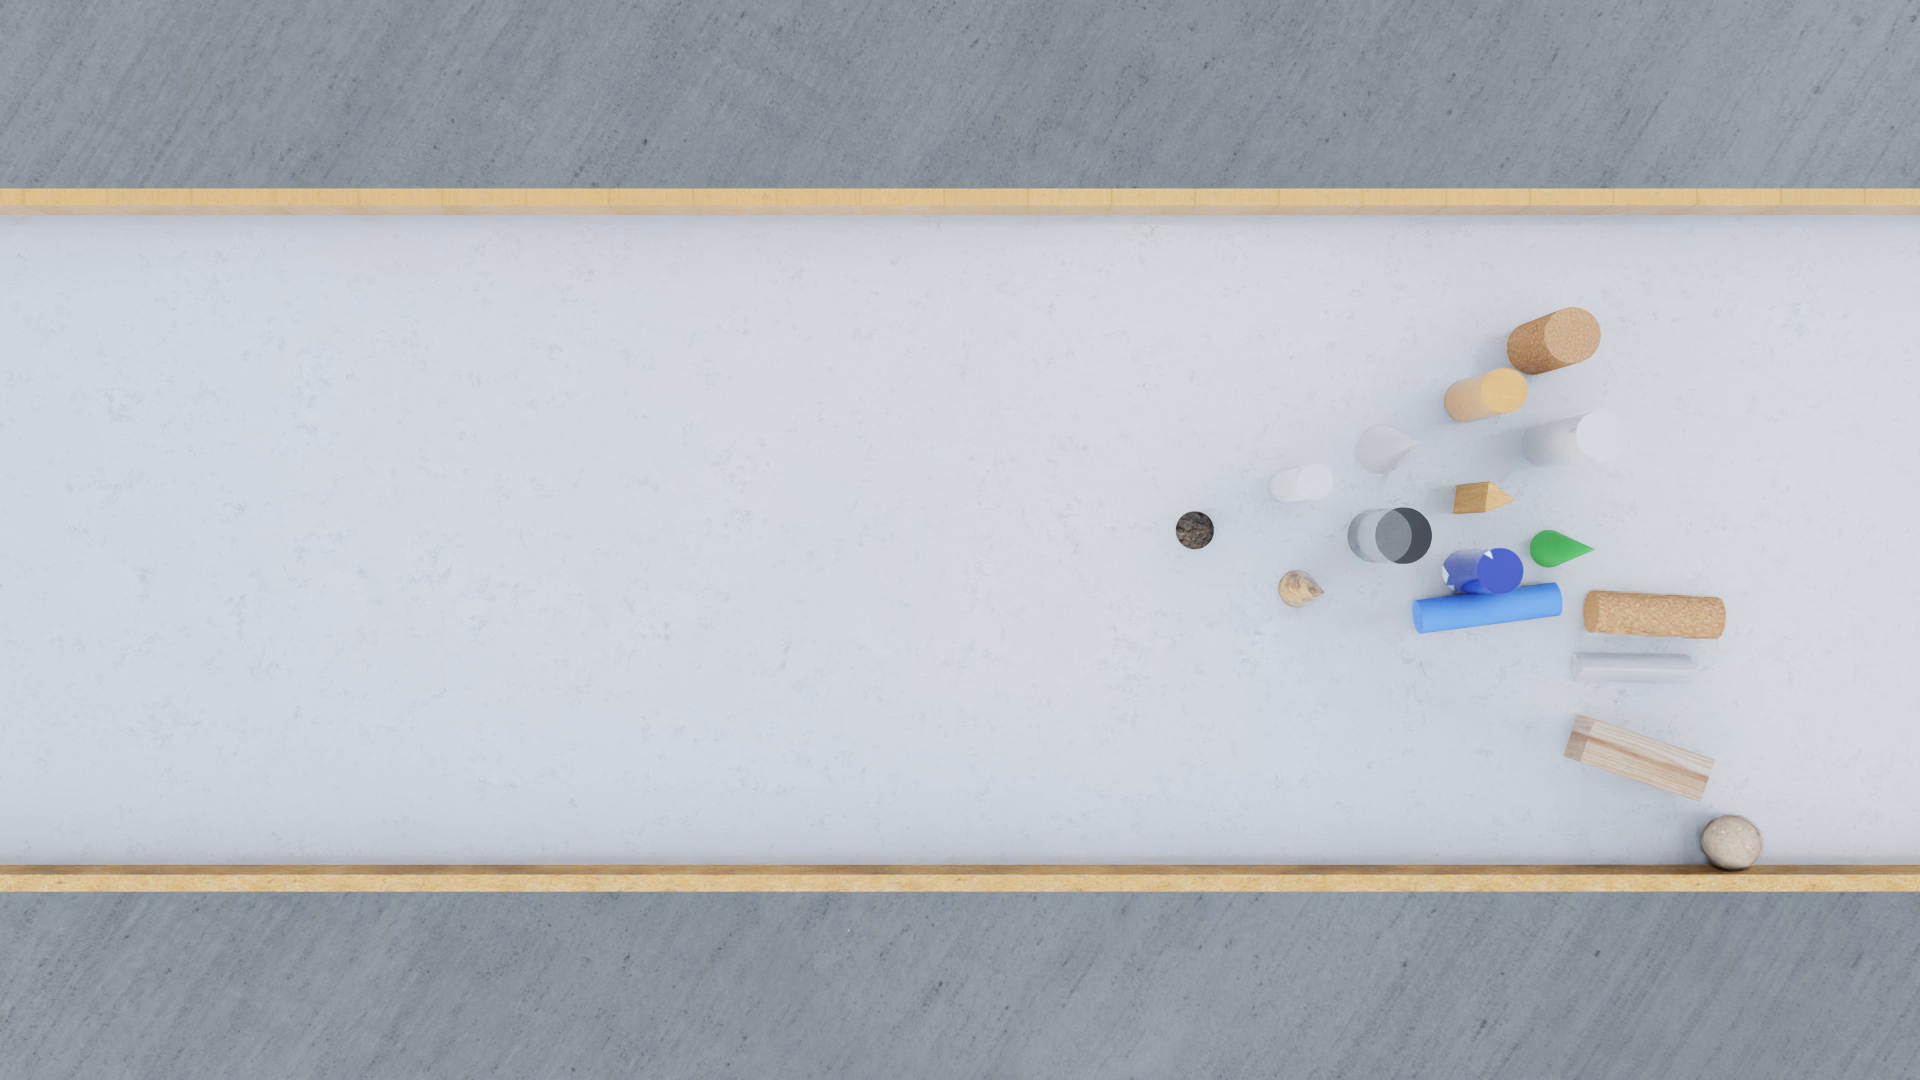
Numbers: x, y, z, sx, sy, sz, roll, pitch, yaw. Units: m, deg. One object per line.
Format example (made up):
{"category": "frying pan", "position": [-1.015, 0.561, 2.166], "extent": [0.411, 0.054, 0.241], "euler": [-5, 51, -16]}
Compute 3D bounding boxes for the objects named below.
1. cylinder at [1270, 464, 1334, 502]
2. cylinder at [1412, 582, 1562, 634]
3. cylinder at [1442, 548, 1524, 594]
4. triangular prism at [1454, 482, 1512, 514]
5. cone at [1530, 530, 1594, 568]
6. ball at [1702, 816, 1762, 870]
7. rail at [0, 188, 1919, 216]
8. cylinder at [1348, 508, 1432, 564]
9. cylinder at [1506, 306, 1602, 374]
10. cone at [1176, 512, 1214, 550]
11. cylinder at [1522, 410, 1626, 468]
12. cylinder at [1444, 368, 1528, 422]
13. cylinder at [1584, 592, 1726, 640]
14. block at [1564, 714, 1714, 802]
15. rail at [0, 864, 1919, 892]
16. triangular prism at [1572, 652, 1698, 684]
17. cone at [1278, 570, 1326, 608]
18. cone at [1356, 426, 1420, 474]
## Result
{"category": "cylinder", "position": [1.004, -0.165, 4.867], "extent": [0.101, 0.419, 0.101], "euler": [0, 90, 0]}
{"category": "cylinder", "position": [1.605, 0.207, 5.025], "extent": [0.426, 0.103, 0.103], "euler": [-7, 90, 0]}
{"category": "cylinder", "position": [1.547, 0.093, 4.893], "extent": [0.133, 0.363, 0.133], "euler": [0, 89, 1]}
{"category": "triangular prism", "position": [1.546, -0.134, 4.922], "extent": [0.089, 0.308, 0.077], "euler": [-22, 90, 0]}
{"category": "cone", "position": [1.812, 0.027, 4.889], "extent": [0.116, 0.375, 0.116], "euler": [0, 90, 0]}
{"category": "ball", "position": [2.335, 0.917, 4.993], "extent": [0.166, 0.166, 0.166], "euler": [0, 90, 0]}
{"category": "rail", "position": [-2.247, -1.025, 5.002], "extent": [12.000, 0.150, 0.050], "euler": [0, 90, 0]}
{"category": "cylinder", "position": [1.274, -0.012, 4.907], "extent": [0.164, 0.339, 0.164], "euler": [0, 90, 0]}
{"category": "cylinder", "position": [1.764, -0.590, 4.912], "extent": [0.163, 0.329, 0.163], "euler": [0, 90, 0]}
{"category": "cone", "position": [0.723, -0.030, 4.926], "extent": [0.118, 0.301, 0.118], "euler": [0, 90, 0]}
{"category": "cylinder", "position": [1.798, -0.294, 4.852], "extent": [0.141, 0.450, 0.141], "euler": [0, 90, 0]}
{"category": "cylinder", "position": [1.555, -0.427, 4.892], "extent": [0.131, 0.369, 0.131], "euler": [0, 90, 0]}
{"category": "cylinder", "position": [2.109, 0.229, 5.013], "extent": [0.381, 0.127, 0.127], "euler": [3, 90, 0]}
{"category": "block", "position": [2.059, 0.661, 5.008], "extent": [0.380, 0.137, 0.137], "euler": [19, 90, 0]}
{"category": "rail", "position": [-2.247, 1.025, 5.001], "extent": [12.000, 0.150, 0.050], "euler": [0, 90, 0]}
{"category": "triangular prism", "position": [2.060, 0.393, 5.036], "extent": [0.348, 0.076, 0.088], "euler": [1, 90, 0]}
{"category": "cone", "position": [1.038, 0.151, 4.882], "extent": [0.117, 0.389, 0.117], "euler": [0, 90, 0]}
{"category": "cone", "position": [1.296, -0.279, 4.861], "extent": [0.151, 0.431, 0.151], "euler": [0, 90, 0]}
